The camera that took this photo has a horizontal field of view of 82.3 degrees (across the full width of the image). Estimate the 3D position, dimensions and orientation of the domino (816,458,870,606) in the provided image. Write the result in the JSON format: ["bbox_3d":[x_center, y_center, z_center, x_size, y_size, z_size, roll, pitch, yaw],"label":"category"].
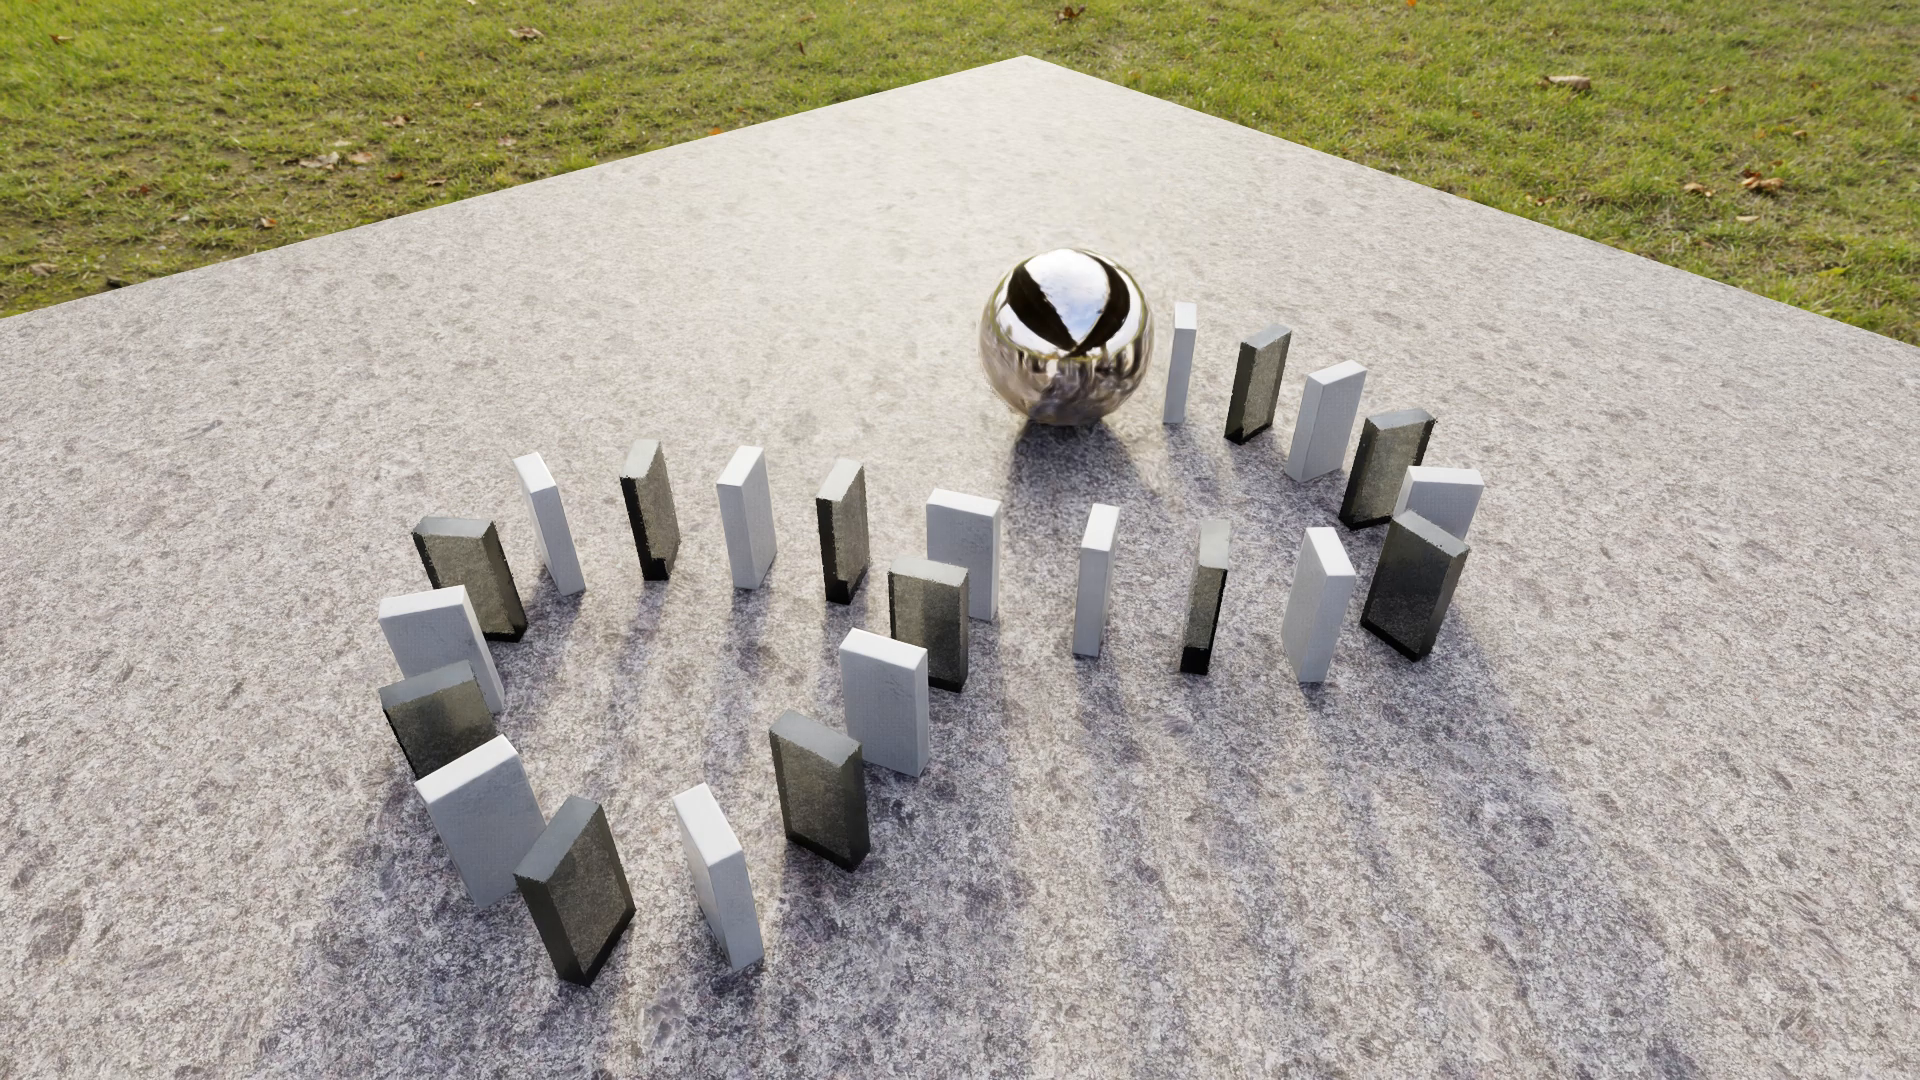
[{"bbox_3d":[-0.044,-0.003,0.415,0.010,0.050,0.025,10,40,12],"label":"domino"}]

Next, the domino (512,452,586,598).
[{"bbox_3d":[-0.156,-0.005,0.418,0.009,0.050,0.025,-22,44,-24],"label":"domino"}]

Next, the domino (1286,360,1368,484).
[{"bbox_3d":[0.157,-0.051,0.473,0.025,0.050,0.009,-20,43,-23],"label":"domino"}]

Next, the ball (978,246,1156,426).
[{"bbox_3d":[0.048,-0.092,0.500,0.080,0.080,0.080,0,39,0],"label":"ball"}]

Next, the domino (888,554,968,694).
[{"bbox_3d":[-0.010,0.029,0.376,0.025,0.050,0.009,12,41,14],"label":"domino"}]

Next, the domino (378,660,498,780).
[{"bbox_3d":[-0.156,0.061,0.337,0.025,0.050,0.010,-19,43,-22],"label":"domino"}]

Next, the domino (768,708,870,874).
[{"bbox_3d":[-0.040,0.074,0.321,0.025,0.050,0.009,21,44,23],"label":"domino"}]

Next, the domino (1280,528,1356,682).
[{"bbox_3d":[0.124,0.023,0.383,0.010,0.050,0.025,-1,39,-2],"label":"domino"}]

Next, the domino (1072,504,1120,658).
[{"bbox_3d":[0.049,0.015,0.393,0.010,0.050,0.025,10,40,12],"label":"domino"}]

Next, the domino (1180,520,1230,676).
[{"bbox_3d":[0.086,0.021,0.386,0.009,0.050,0.025,8,40,9],"label":"domino"}]

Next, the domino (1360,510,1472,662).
[{"bbox_3d":[0.161,0.017,0.391,0.010,0.050,0.025,-24,45,-26],"label":"domino"}]

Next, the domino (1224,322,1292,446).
[{"bbox_3d":[0.134,-0.070,0.497,0.025,0.050,0.010,-31,48,-32],"label":"domino"}]

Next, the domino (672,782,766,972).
[{"bbox_3d":[-0.065,0.092,0.299,0.010,0.050,0.025,-22,44,-24],"label":"domino"}]

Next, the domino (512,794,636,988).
[{"bbox_3d":[-0.102,0.095,0.296,0.010,0.050,0.025,11,41,14],"label":"domino"}]

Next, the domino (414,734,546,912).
[{"bbox_3d":[-0.133,0.081,0.313,0.025,0.050,0.010,-31,48,-32],"label":"domino"}]

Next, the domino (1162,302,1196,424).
[{"bbox_3d":[0.102,-0.082,0.511,0.010,0.050,0.025,5,40,7],"label":"domino"}]

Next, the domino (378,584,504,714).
[{"bbox_3d":[-0.171,0.039,0.364,0.025,0.050,0.009,-10,40,-12],"label":"domino"}]

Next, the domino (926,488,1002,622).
[{"bbox_3d":[0.001,0.006,0.404,0.025,0.050,0.010,12,41,15],"label":"domino"}]

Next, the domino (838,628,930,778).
[{"bbox_3d":[-0.023,0.052,0.348,0.025,0.050,0.009,14,41,17],"label":"domino"}]

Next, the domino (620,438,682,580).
[{"bbox_3d":[-0.119,-0.011,0.425,0.009,0.050,0.025,0,39,0],"label":"domino"}]

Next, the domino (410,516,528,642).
[{"bbox_3d":[-0.174,0.015,0.393,0.025,0.050,0.009,4,39,4],"label":"domino"}]

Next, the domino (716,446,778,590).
[{"bbox_3d":[-0.081,-0.008,0.421,0.010,0.050,0.025,7,40,9],"label":"domino"}]

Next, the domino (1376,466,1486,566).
[{"bbox_3d":[0.177,-0.004,0.417,0.025,0.050,0.010,4,39,4],"label":"domino"}]

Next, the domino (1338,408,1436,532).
[{"bbox_3d":[0.172,-0.028,0.446,0.025,0.050,0.009,-11,41,-13],"label":"domino"}]
